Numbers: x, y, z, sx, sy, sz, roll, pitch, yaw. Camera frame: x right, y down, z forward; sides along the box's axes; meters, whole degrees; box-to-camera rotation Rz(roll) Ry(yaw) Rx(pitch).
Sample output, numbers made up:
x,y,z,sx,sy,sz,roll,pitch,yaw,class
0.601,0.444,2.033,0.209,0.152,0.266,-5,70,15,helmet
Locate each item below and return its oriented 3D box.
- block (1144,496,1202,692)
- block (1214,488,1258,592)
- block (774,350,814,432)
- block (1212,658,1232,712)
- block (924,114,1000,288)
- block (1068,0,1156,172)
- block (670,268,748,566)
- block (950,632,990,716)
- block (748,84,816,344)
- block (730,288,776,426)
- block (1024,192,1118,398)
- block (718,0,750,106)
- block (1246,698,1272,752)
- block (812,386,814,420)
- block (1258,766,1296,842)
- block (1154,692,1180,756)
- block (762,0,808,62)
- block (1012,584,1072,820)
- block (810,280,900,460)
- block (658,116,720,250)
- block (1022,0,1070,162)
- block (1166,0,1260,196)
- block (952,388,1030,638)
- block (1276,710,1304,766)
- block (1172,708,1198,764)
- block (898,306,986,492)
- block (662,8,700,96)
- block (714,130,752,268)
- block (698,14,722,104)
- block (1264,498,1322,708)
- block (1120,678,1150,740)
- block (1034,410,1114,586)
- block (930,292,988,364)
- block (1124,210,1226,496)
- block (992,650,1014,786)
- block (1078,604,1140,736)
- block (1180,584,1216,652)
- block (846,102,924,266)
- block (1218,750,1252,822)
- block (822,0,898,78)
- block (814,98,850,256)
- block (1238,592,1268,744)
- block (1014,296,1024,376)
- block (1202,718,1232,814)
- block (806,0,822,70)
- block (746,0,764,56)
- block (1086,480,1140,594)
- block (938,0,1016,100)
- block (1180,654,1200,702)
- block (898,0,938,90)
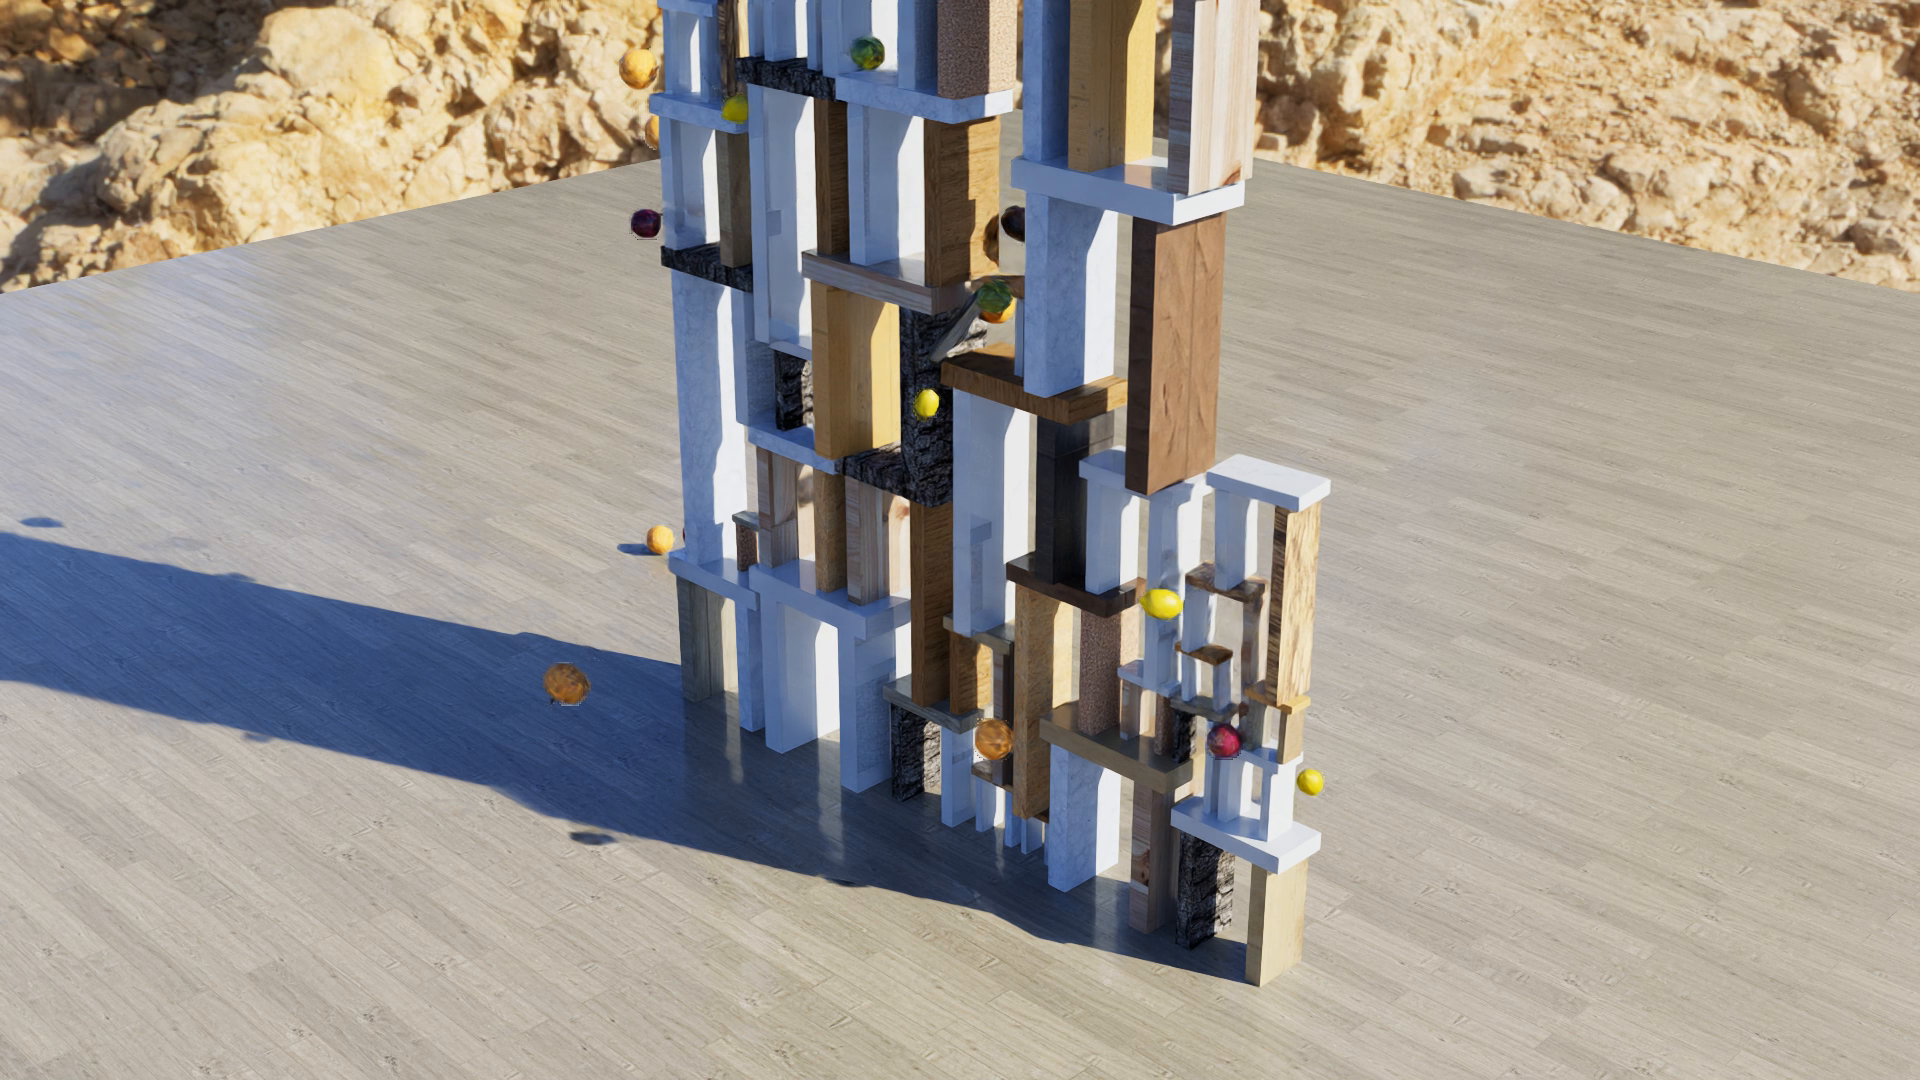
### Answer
x,y,z,sx,sy,sz,roll,pitch,yaw,class
0.373,0.086,3.860,0.107,0.355,0.030,-22,31,-40,block
0.465,-0.015,3.703,0.026,0.183,0.091,17,32,36,block
-0.335,-0.313,4.463,0.085,0.170,0.024,-21,31,-40,block
0.459,0.249,3.847,0.013,0.092,0.046,14,27,33,block
0.004,-0.617,3.953,0.043,0.301,0.150,21,31,40,block
0.251,-0.778,3.614,0.160,0.320,0.045,-22,31,-40,block
-0.530,-0.271,4.686,0.041,0.657,0.144,20,30,40,block
0.020,0.248,4.311,0.089,0.178,0.025,-21,31,-41,block
-0.342,-0.650,4.322,0.041,0.512,0.146,21,30,38,block
-0.395,-0.389,4.490,0.041,0.288,0.144,21,31,41,block
0.193,-0.443,3.821,0.051,0.358,0.179,21,31,40,block
-0.438,-0.970,4.285,0.018,0.239,0.065,21,31,40,block
0.517,0.310,3.795,0.014,0.101,0.050,23,32,40,block
-0.255,-0.282,4.389,0.024,0.170,0.085,21,31,41,block
0.552,0.450,3.822,0.069,0.138,0.020,-21,31,-41,block
0.377,0.322,3.956,0.060,0.121,0.017,-21,31,-41,block
-0.329,-1.005,4.161,0.026,0.184,0.092,21,31,40,block
0.157,0.292,4.180,0.035,0.488,0.122,21,31,40,block
-0.202,-0.347,4.282,0.177,0.354,0.050,-19,29,-38,block
-0.545,-0.741,4.500,0.039,0.272,0.136,21,31,41,block
0.173,-0.834,3.674,0.152,0.376,0.043,-22,31,-40,block
0.401,-0.719,3.474,0.160,0.320,0.045,-22,31,-40,block
0.058,-0.068,4.136,0.044,0.490,0.157,21,31,40,block
0.564,0.329,3.751,0.014,0.101,0.050,23,32,40,block
0.402,0.340,3.928,0.015,0.108,0.054,17,29,36,block
-0.031,-0.282,4.129,0.177,0.354,0.050,-21,31,-41,block
-0.553,-0.984,4.408,0.085,0.169,0.024,-21,32,-40,block
-0.417,-0.691,4.382,0.136,0.272,0.039,-21,31,-41,block
-0.473,-0.953,4.335,0.024,0.169,0.085,23,32,39,block
0.554,0.099,3.664,0.026,0.360,0.091,21,31,40,block
0.320,0.300,4.009,0.017,0.121,0.060,21,31,41,block
0.207,-0.091,3.966,0.044,0.314,0.157,21,31,40,block
-0.002,-0.389,3.981,0.020,0.144,0.072,36,21,-11,block
0.361,-0.324,3.688,0.179,0.473,0.051,-22,31,-40,block
0.104,0.331,4.255,0.025,0.287,0.089,21,31,40,block
0.273,0.224,4.026,0.035,0.245,0.122,21,31,41,block
0.415,0.126,3.817,0.065,0.130,0.018,-22,35,-37,block
-0.136,-0.673,4.084,0.150,0.301,0.043,-21,31,-40,block
0.487,0.424,3.882,0.069,0.138,0.020,-21,31,-41,block
-0.182,-1.010,4.006,0.153,0.314,0.043,-21,31,-40,block
-0.205,-0.697,4.152,0.146,0.293,0.041,-21,31,-40,block
0.506,0.216,3.794,0.018,0.274,0.065,12,26,28,block
0.131,-0.370,3.921,0.020,0.144,0.072,22,32,40,block
0.456,0.394,3.897,0.015,0.182,0.054,19,30,39,block
-0.242,-0.971,4.081,0.092,0.184,0.026,-21,31,-40,block
-0.375,-0.995,4.204,0.018,0.130,0.065,20,30,39,block
0.273,-0.019,3.926,0.030,0.213,0.107,21,31,41,block
0.031,-0.925,3.795,0.043,0.304,0.152,21,31,40,block
0.407,0.234,3.882,0.013,0.092,0.046,12,28,32,block
-0.041,-0.957,3.868,0.043,0.305,0.153,21,31,41,block
